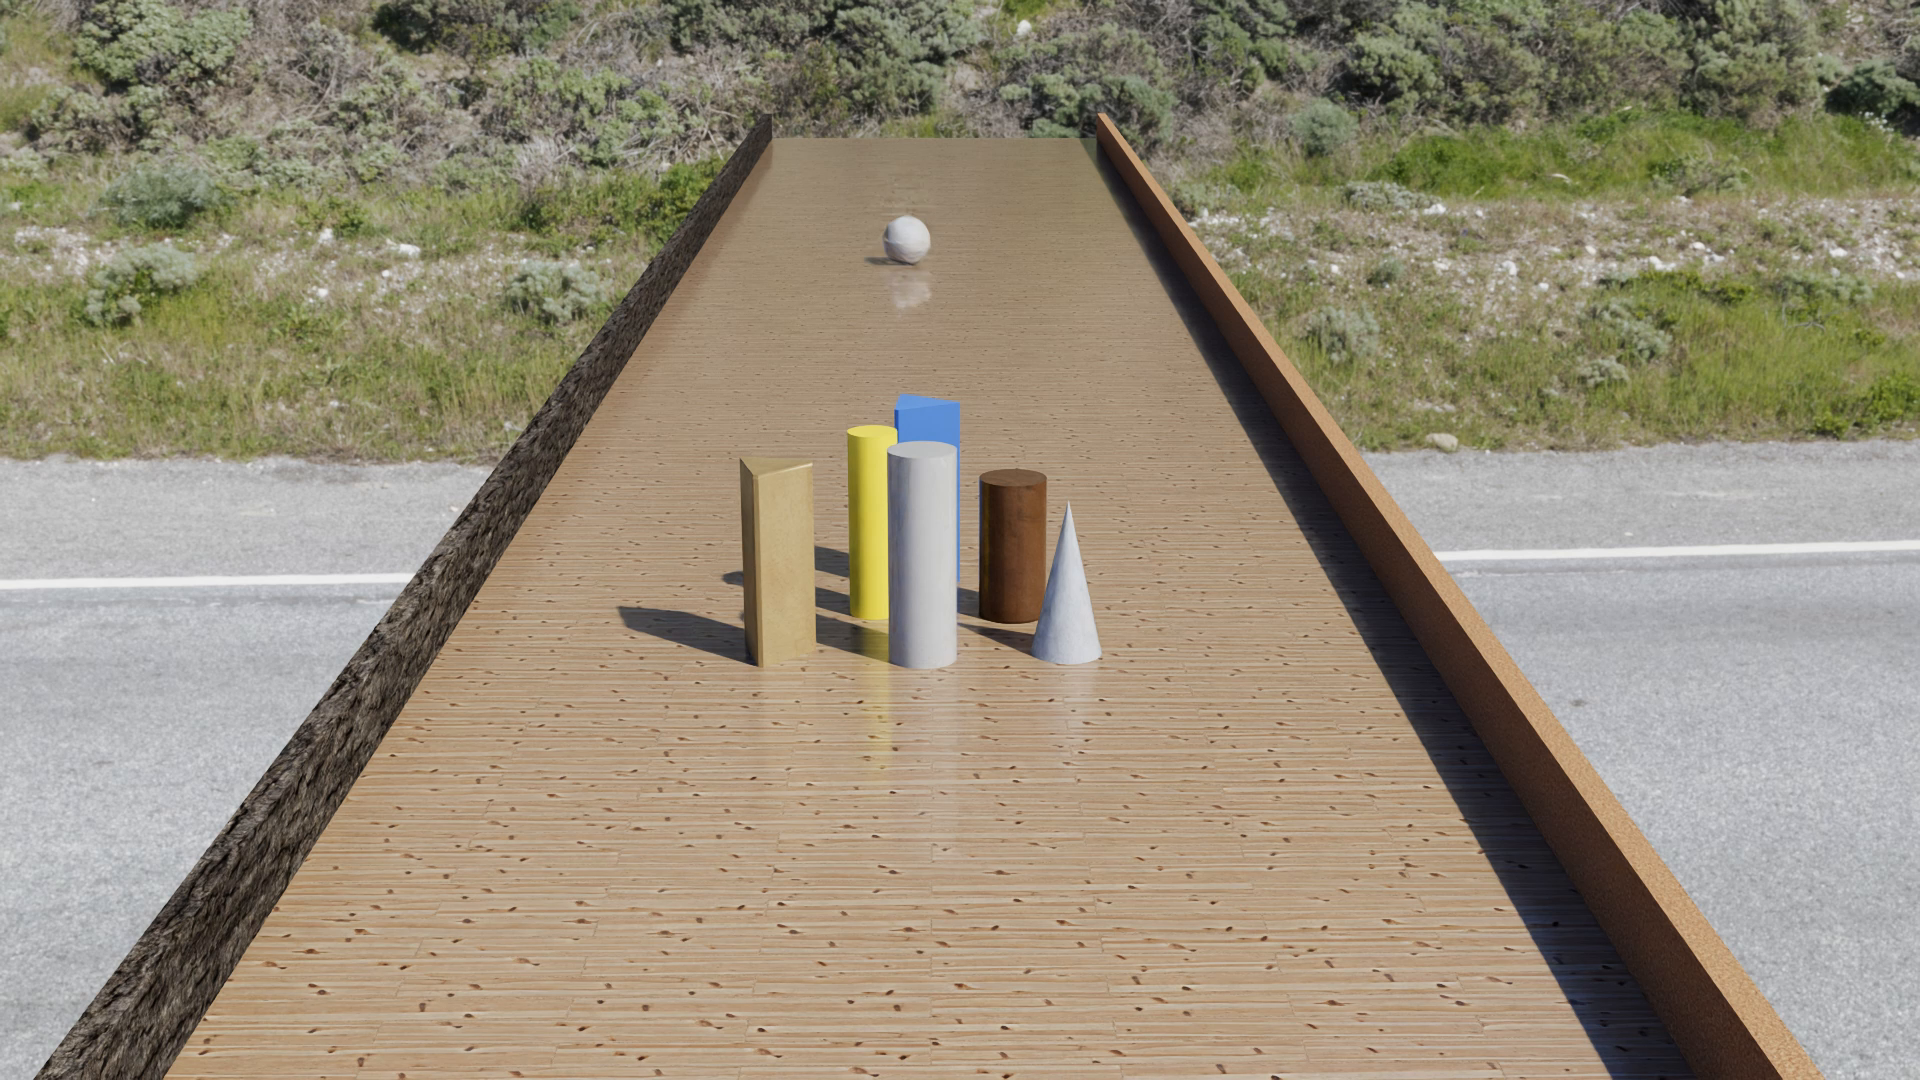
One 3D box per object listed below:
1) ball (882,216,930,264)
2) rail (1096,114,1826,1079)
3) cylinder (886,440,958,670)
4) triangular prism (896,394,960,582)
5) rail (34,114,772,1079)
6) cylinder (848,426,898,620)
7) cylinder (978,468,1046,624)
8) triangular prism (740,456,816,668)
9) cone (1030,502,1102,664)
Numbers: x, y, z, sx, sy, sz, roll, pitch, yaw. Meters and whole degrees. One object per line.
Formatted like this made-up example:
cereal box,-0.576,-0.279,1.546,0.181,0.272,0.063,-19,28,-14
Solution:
ball,-0.220,-1.229,9.014,0.198,0.198,0.198,0,17,0
rail,0.932,-0.844,7.801,0.050,0.150,12.000,0,17,-1
cylinder,-0.075,0.030,4.369,0.138,0.432,0.138,0,17,0
triangular prism,-0.099,-0.111,4.882,0.155,0.409,0.134,-8,18,-26
rail,-1.118,-0.838,7.780,0.050,0.150,12.000,0,17,-1
cylinder,-0.183,-0.037,4.651,0.105,0.398,0.105,0,17,0
cylinder,0.112,0.013,4.656,0.143,0.300,0.143,0,17,0
triangular prism,-0.391,0.036,4.411,0.130,0.396,0.150,15,22,41
cone,0.216,0.073,4.417,0.145,0.321,0.145,0,17,0
